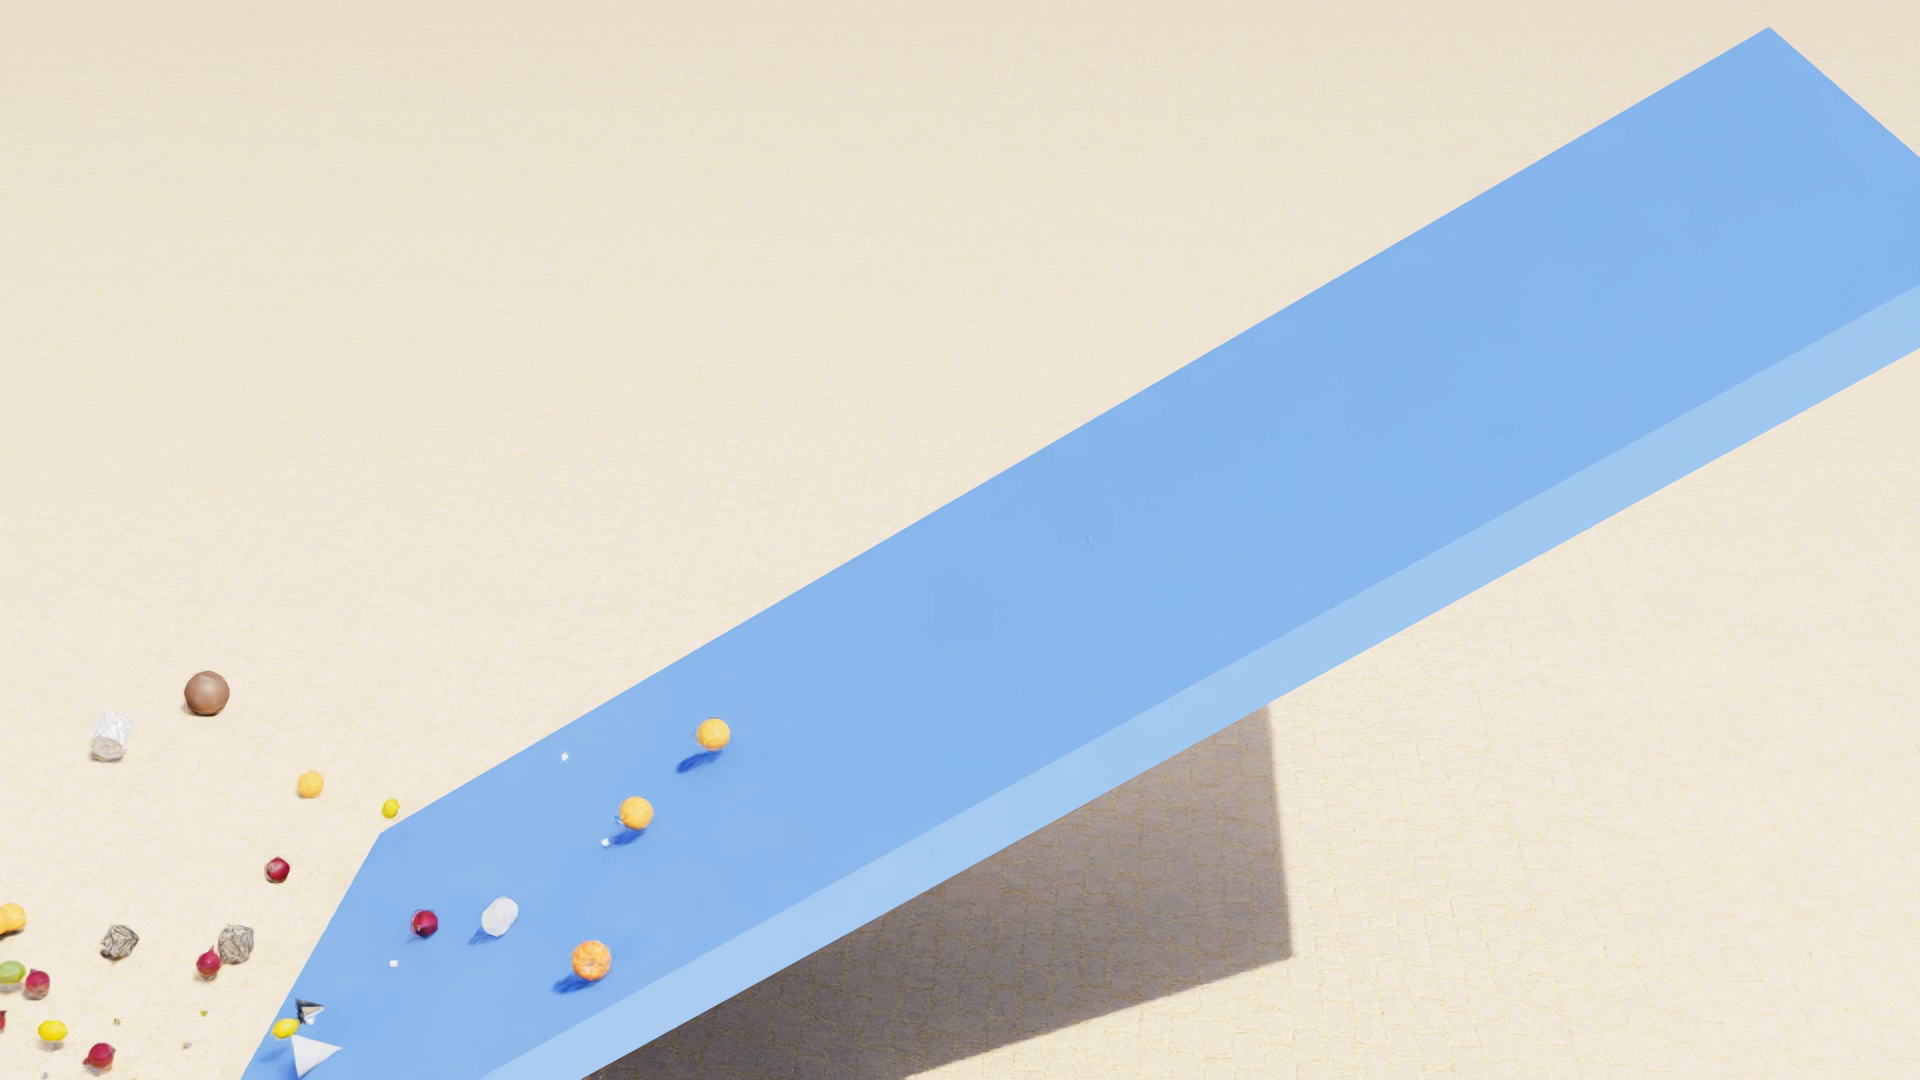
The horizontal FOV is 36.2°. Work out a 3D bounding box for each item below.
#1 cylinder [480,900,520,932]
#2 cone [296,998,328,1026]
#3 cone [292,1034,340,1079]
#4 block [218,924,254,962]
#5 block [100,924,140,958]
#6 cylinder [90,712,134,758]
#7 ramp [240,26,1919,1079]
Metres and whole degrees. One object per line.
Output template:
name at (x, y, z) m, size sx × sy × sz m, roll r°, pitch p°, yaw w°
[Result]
cylinder at (-0.985, 0.806, 6.299) m, size 0.063 × 0.063 × 0.063 m, roll 7°, pitch 2°, yaw 19°
cone at (-1.447, 1.050, 6.576) m, size 0.067 × 0.067 × 0.067 m, roll -8°, pitch 21°, yaw -13°
cone at (-1.363, 1.089, 6.252) m, size 0.097 × 0.097 × 0.097 m, roll -9°, pitch 21°, yaw -13°
block at (-1.765, 0.983, 7.172) m, size 0.064 × 0.064 × 0.064 m, roll 7°, pitch 24°, yaw 6°
block at (-2.052, 0.979, 7.188) m, size 0.056 × 0.056 × 0.056 m, roll 35°, pitch 7°, yaw 22°
cylinder at (-2.386, 0.548, 8.272) m, size 0.094 × 0.094 × 0.094 m, roll 2°, pitch 46°, yaw 6°
ramp at (0.141, 0.169, 6.291) m, size 4.000 × 0.100 × 2.000 m, roll -30°, pitch 15°, yaw 13°
